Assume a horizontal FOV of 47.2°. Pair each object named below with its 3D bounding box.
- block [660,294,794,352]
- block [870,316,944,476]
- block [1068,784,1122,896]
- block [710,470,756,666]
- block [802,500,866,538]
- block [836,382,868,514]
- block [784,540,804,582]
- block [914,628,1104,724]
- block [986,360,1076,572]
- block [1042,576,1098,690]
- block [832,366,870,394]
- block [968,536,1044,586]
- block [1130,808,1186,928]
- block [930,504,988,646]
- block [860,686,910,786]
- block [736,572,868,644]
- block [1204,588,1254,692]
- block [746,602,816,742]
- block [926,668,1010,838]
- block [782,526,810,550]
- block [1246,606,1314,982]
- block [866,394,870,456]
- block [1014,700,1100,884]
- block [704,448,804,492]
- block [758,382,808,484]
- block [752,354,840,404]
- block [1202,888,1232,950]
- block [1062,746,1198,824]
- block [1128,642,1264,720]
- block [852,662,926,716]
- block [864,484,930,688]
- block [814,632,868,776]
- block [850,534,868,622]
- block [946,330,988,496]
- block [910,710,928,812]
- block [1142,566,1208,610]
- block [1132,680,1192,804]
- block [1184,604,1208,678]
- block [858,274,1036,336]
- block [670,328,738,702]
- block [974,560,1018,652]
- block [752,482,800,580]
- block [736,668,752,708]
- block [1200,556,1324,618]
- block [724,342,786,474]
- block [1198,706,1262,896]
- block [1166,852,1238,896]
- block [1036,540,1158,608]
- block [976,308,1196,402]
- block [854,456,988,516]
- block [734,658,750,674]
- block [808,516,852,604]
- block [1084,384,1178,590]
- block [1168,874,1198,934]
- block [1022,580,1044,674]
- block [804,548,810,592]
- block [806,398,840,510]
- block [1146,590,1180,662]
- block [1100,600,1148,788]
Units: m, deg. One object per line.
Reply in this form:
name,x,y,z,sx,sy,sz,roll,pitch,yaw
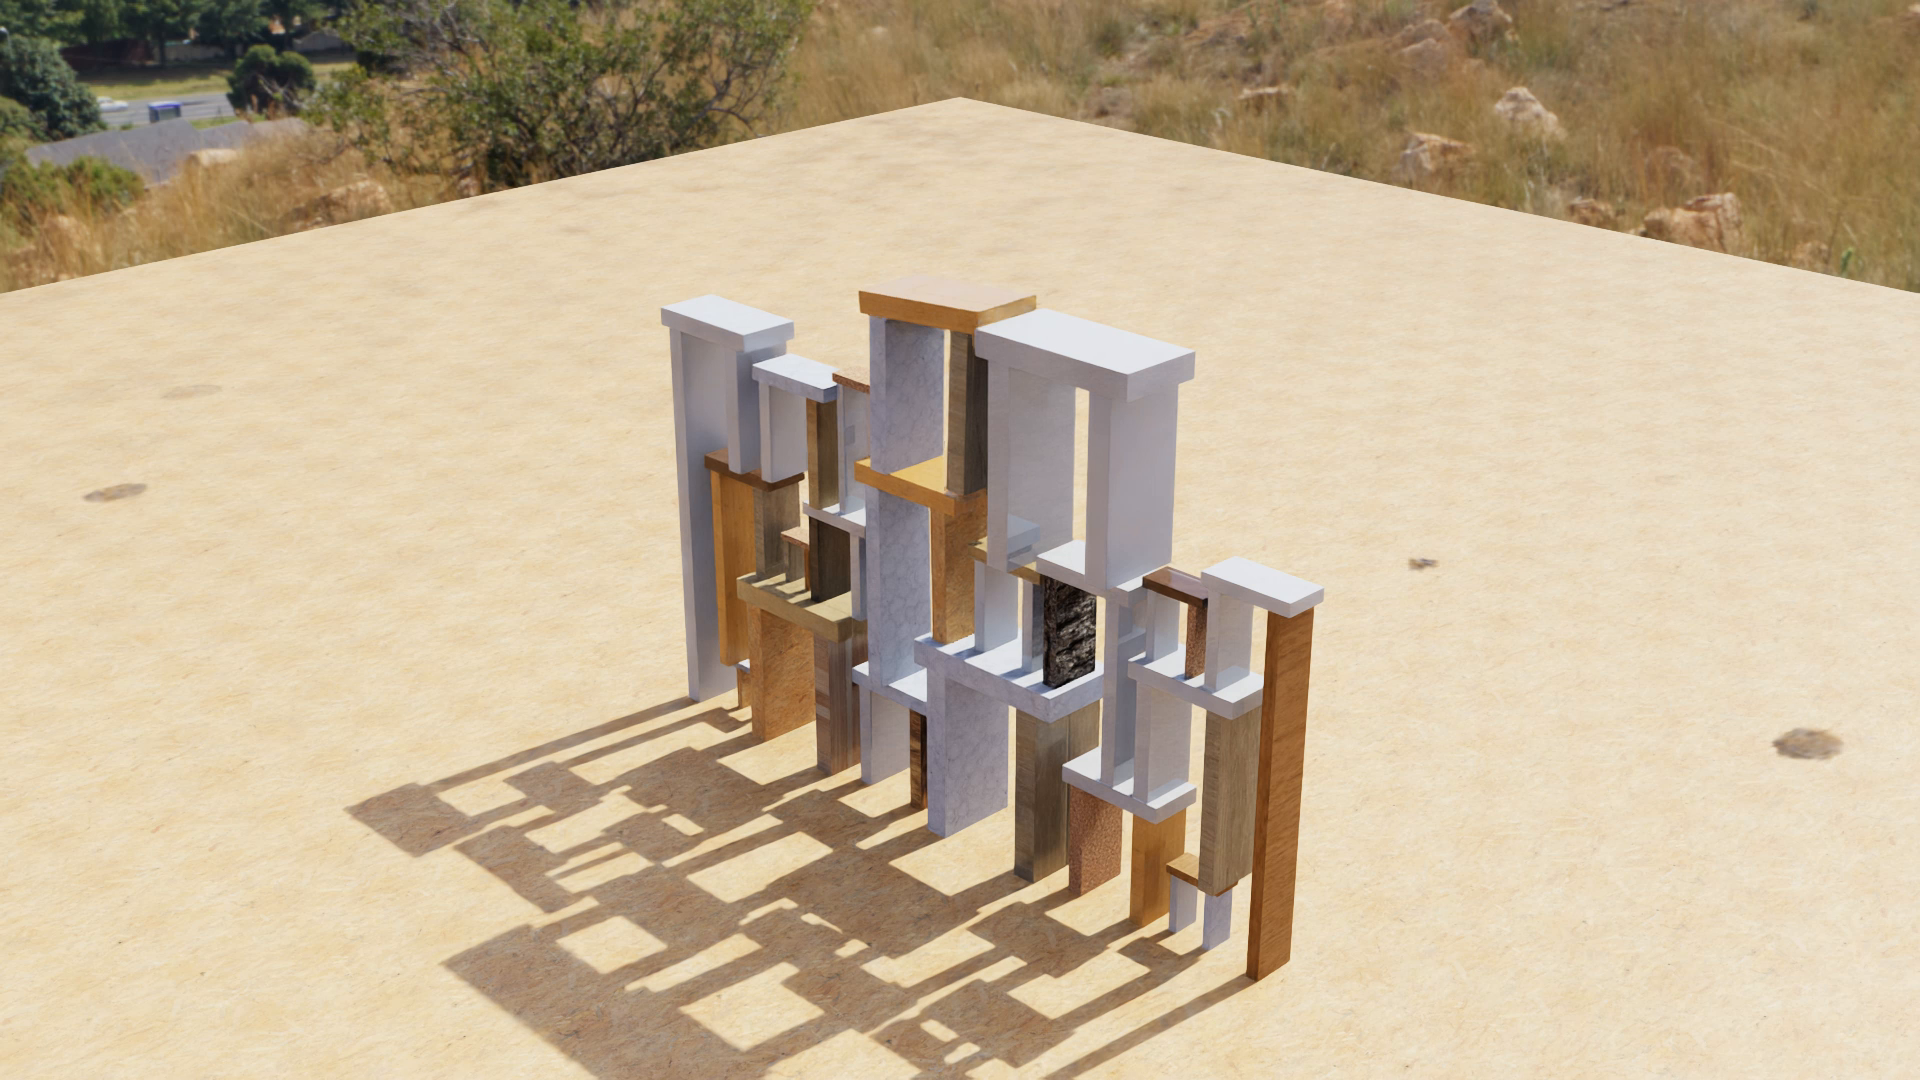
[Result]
block,-0.483,-0.450,4.555,0.135,0.038,0.270,-21,31,-40
block,-0.101,-0.293,4.201,0.044,0.309,0.154,22,31,40
block,0.258,0.550,4.171,0.033,0.229,0.115,21,31,41
block,-0.482,0.050,4.773,0.029,0.455,0.102,21,31,41
block,-0.221,-0.053,4.445,0.187,0.027,0.094,21,31,41
block,-0.213,-0.188,4.376,0.018,0.275,0.064,21,31,41
block,-0.346,0.038,4.621,0.013,0.094,0.047,21,31,41
block,0.101,0.240,4.211,0.359,0.051,0.180,21,31,41
block,0.131,-0.154,4.021,0.179,0.397,0.051,-21,31,-41
block,0.204,0.155,4.064,0.031,0.221,0.111,21,31,41
block,-0.184,-0.311,4.290,0.064,0.018,0.128,-21,31,-40
block,0.113,0.033,4.123,0.093,0.026,0.186,-21,31,-40
block,0.366,0.592,4.071,0.033,0.230,0.115,21,31,41
block,0.008,0.052,4.234,0.039,0.274,0.137,21,31,41
block,-0.155,0.388,4.563,0.031,0.222,0.111,21,31,41
block,-0.303,0.123,4.599,0.318,0.045,0.159,21,31,41
block,0.464,0.159,3.785,0.094,0.188,0.027,-21,31,-41
block,-0.378,0.261,4.739,0.045,0.318,0.159,21,31,41
block,0.017,0.396,4.369,0.051,0.359,0.180,21,31,41
block,-0.324,-0.003,4.579,0.095,0.013,0.047,21,31,41
block,0.553,0.438,3.807,0.027,0.719,0.094,21,31,41
block,-0.154,-0.231,4.291,0.064,0.128,0.018,-22,31,-40
block,0.186,0.462,4.213,0.051,0.359,0.180,21,31,41
block,-0.433,-0.153,4.633,0.204,0.029,0.102,21,31,40
block,-0.360,-0.233,4.511,0.030,0.213,0.107,21,31,39
block,-0.308,-0.326,4.418,0.213,0.030,0.107,21,31,40
block,0.469,0.682,4.000,0.017,0.120,0.060,21,31,41
block,0.312,0.451,4.070,0.229,0.033,0.115,21,31,41
block,0.423,0.244,3.868,0.236,0.033,0.118,21,31,41
block,-0.103,0.291,4.465,0.222,0.031,0.111,21,31,41
block,-0.122,0.074,4.385,0.039,0.431,0.137,21,31,41
block,-0.228,0.320,4.601,0.045,0.318,0.159,21,31,41
block,-0.177,0.062,4.446,0.027,0.187,0.094,21,31,41
block,0.047,-0.250,4.062,0.044,0.309,0.154,22,30,39
block,-0.051,0.428,4.466,0.031,0.222,0.111,21,31,41
block,0.391,0.083,3.833,0.136,0.019,0.068,21,31,41
block,0.367,0.347,3.971,0.118,0.236,0.033,-21,31,-41
block,0.423,0.166,3.834,0.068,0.136,0.019,-21,31,-41
block,-0.024,-0.436,4.063,0.309,0.044,0.154,16,27,42
block,-0.546,-0.059,4.791,0.038,0.866,0.135,21,31,41
block,0.070,0.114,4.204,0.093,0.186,0.026,-21,31,-41
block,-0.384,-0.027,4.635,0.029,0.204,0.102,21,31,40
block,-0.471,0.321,4.878,0.014,0.098,0.049,21,31,41
block,0.508,0.078,3.702,0.188,0.027,0.094,21,31,41
block,-0.419,-0.283,4.556,0.038,0.270,0.135,21,31,40
block,0.479,0.448,3.894,0.118,0.361,0.033,-21,31,-41
block,0.441,0.608,4.000,0.120,0.017,0.060,21,31,41
block,0.256,0.059,3.966,0.221,0.031,0.111,21,31,41
block,0.216,-0.327,3.855,0.357,0.051,0.179,21,31,41
block,-0.060,-0.117,4.231,0.275,0.039,0.137,21,31,41
block,-0.448,0.279,4.835,0.098,0.014,0.049,21,31,41
block,-0.265,0.028,4.527,0.027,0.187,0.094,21,31,41
block,0.301,-0.107,3.858,0.051,0.357,0.179,21,31,41
block,0.412,0.660,4.052,0.017,0.120,0.060,21,31,41
block,0.158,0.148,4.123,0.093,0.186,0.026,-21,31,-40
block,-0.301,0.056,4.580,0.013,0.095,0.047,21,31,41
block,-0.257,-0.186,4.425,0.030,0.233,0.107,21,31,41
block,0.360,0.141,3.893,0.068,0.136,0.019,-21,31,-40
block,0.308,0.263,3.996,0.031,0.369,0.111,21,31,41
